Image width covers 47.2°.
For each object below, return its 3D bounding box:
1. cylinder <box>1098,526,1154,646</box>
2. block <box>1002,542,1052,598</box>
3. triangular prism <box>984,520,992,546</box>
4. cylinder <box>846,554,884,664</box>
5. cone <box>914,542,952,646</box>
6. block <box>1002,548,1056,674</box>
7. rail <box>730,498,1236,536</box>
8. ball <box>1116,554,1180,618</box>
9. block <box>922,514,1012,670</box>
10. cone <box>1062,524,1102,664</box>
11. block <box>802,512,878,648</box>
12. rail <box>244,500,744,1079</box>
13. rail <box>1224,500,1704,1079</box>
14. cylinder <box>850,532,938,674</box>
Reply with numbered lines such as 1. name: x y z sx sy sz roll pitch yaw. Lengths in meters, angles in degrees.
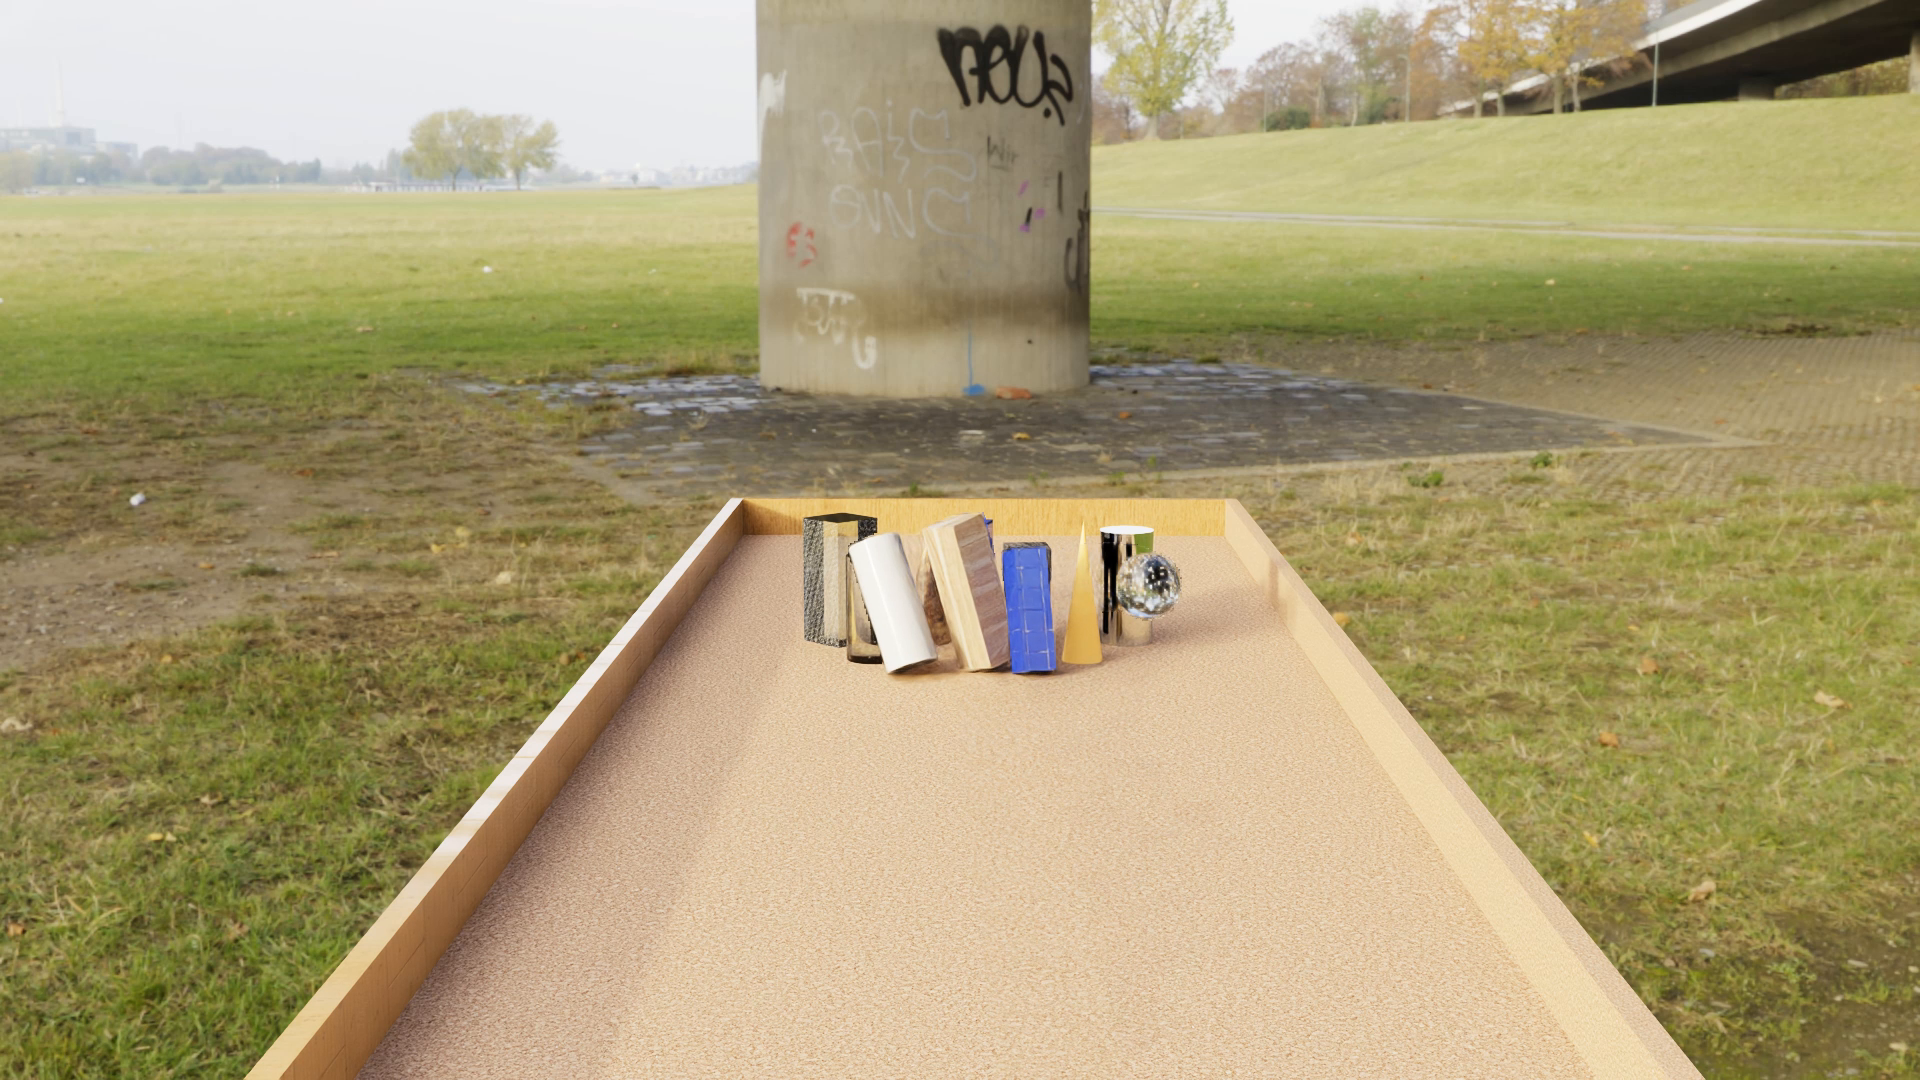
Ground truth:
1. cylinder: 0.525 0.145 6.951 0.172 0.358 0.172 0 9 0
2. block: 0.210 0.171 6.933 0.137 0.312 0.137 -1 9 -5
3. triangular prism: 0.064 0.151 6.707 0.096 0.423 0.110 -9 12 -43
4. cylinder: -0.261 0.204 6.698 0.173 0.320 0.173 0 9 0
5. cone: -0.108 0.159 6.957 0.166 0.329 0.166 0 9 0
6. block: 0.204 0.209 6.493 0.101 0.360 0.101 -3 -6 -20
7. rail: 0.099 -0.098 9.147 2.100 0.150 0.050 0 9 1
8. ball: 0.558 0.135 6.534 0.193 0.193 0.193 0 9 0
9. block: 0.033 0.156 6.517 0.130 0.440 0.130 -6 13 45
10. cone: 0.373 0.153 6.673 0.125 0.429 0.125 0 9 0
11. block: -0.377 0.125 6.958 0.167 0.395 0.167 -9 12 -43
12. rail: -1.004 0.839 3.234 0.050 0.150 12.000 0 9 1
13. rail: 1.046 0.843 3.208 0.050 0.150 12.000 0 9 1
14. cylinder: -0.196 0.188 6.486 0.156 0.390 0.156 -17 -10 -3
